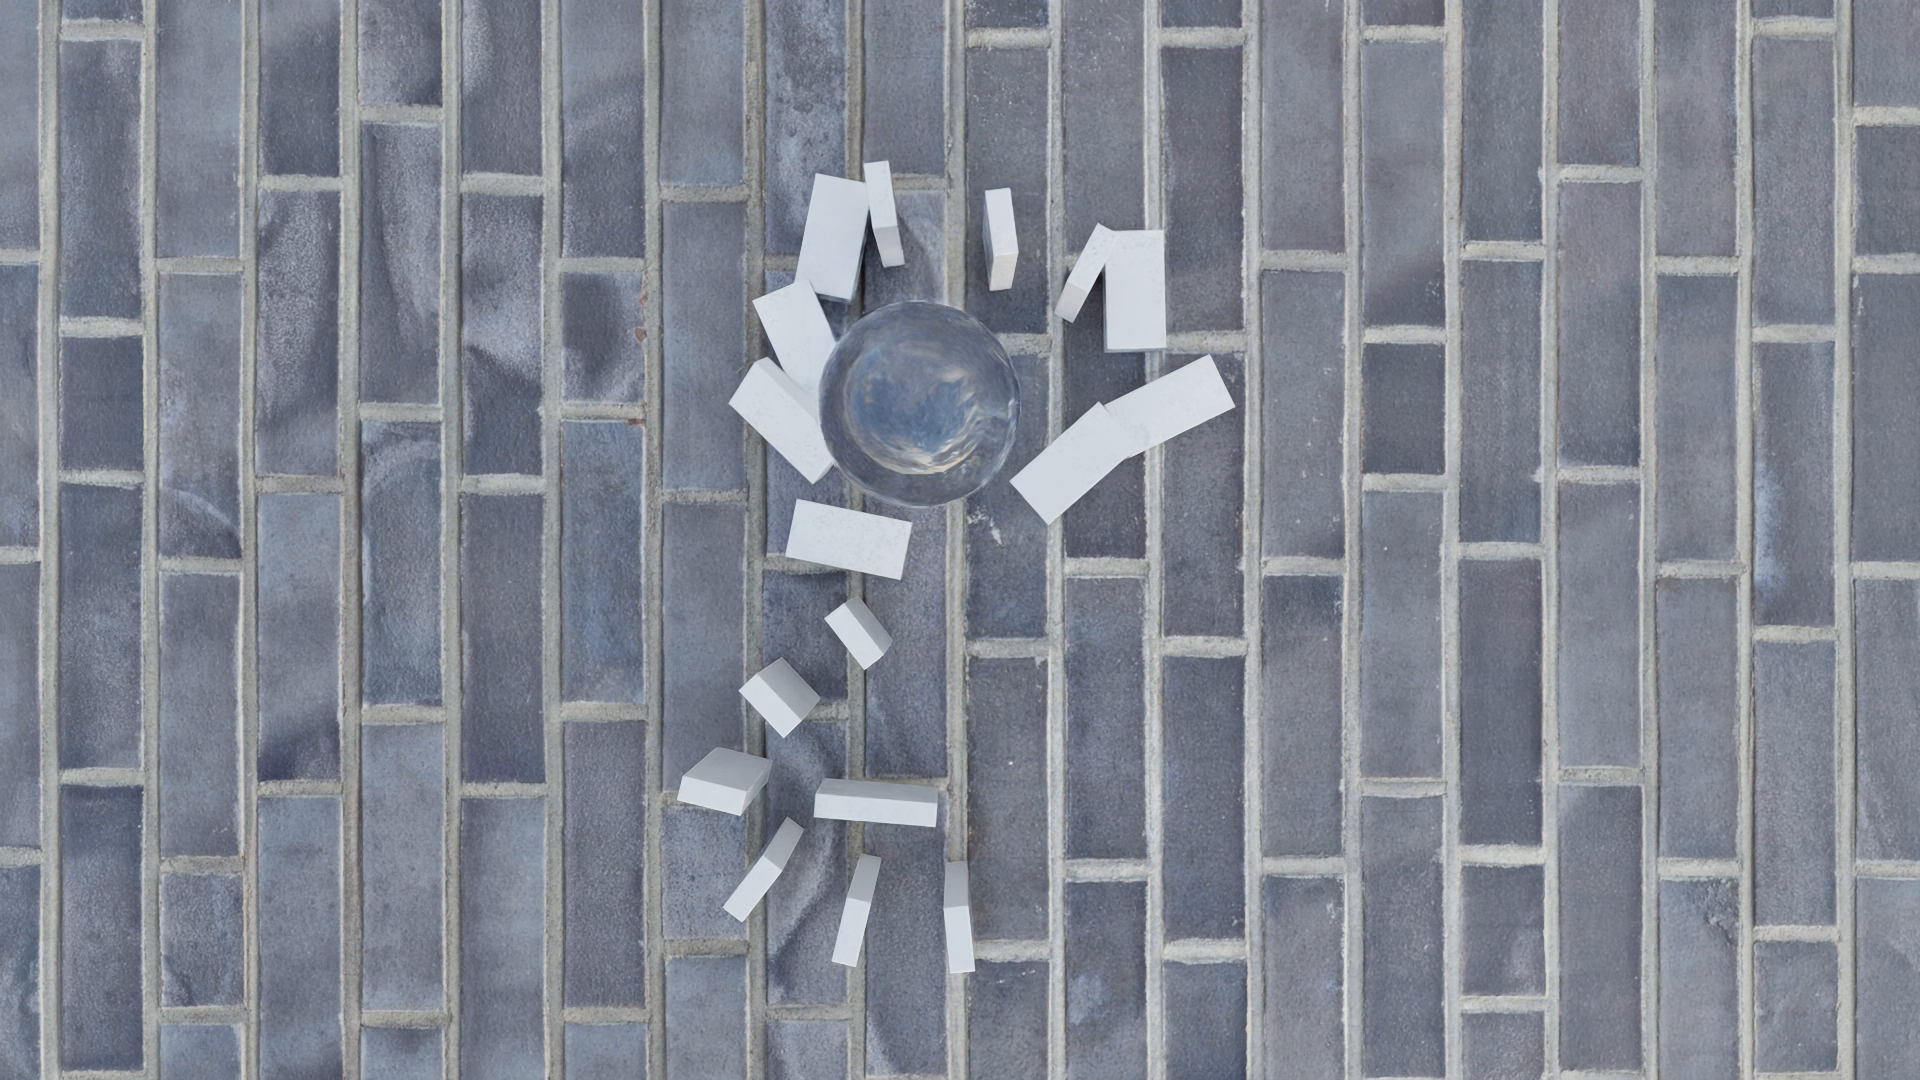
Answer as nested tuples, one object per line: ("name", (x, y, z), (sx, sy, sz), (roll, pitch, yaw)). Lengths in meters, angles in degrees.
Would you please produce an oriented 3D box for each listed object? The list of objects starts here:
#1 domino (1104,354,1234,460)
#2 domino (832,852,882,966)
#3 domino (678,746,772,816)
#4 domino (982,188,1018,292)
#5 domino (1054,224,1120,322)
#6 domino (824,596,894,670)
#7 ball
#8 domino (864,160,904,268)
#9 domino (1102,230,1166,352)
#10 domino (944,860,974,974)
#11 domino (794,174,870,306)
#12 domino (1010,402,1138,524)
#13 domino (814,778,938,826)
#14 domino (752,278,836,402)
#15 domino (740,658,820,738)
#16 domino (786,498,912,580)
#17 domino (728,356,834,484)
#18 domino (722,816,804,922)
("domino", (0.089, -0.057, 0.395), (0.050, 0.010, 0.025), (-26, 90, 0))
("domino", (-0.042, 0.150, 0.375), (0.010, 0.050, 0.025), (13, 90, 0))
("domino", (-0.095, 0.098, 0.375), (0.025, 0.050, 0.010), (14, 90, 0))
("domino", (0.016, -0.122, 0.375), (0.010, 0.050, 0.025), (-8, 90, 0))
("domino", (0.051, -0.108, 0.375), (0.009, 0.050, 0.025), (28, 90, 0))
("domino", (-0.040, 0.037, 0.375), (0.009, 0.050, 0.025), (-38, 90, 0))
("ball", (-0.016, -0.053, 0.360), (0.080, 0.080, 0.080), (0, 90, 0))
("domino", (-0.030, -0.132, 0.375), (0.010, 0.050, 0.025), (-8, 90, 0))
("domino", (0.075, -0.107, 0.395), (0.025, 0.009, 0.050), (-1, 90, 0))
("domino", (0.000, 0.153, 0.375), (0.010, 0.050, 0.025), (-6, 90, 0))
("domino", (-0.054, -0.129, 0.395), (0.025, 0.009, 0.050), (11, 90, 0))
("domino", (0.048, -0.032, 0.390), (0.050, 0.009, 0.025), (-42, 87, 11))
("domino", (-0.035, 0.111, 0.388), (0.050, 0.025, 0.010), (5, 90, 0))
("domino", (-0.066, -0.083, 0.390), (0.025, 0.010, 0.050), (-23, 102, 0))
("domino", (-0.073, 0.063, 0.375), (0.010, 0.050, 0.025), (-43, 90, 0))
("domino", (-0.048, 0.000, 0.395), (0.050, 0.010, 0.025), (12, 90, 0))
("domino", (-0.072, -0.051, 0.389), (0.050, 0.009, 0.025), (44, 124, 0))
("domino", (-0.079, 0.133, 0.375), (0.010, 0.050, 0.025), (38, 90, 0))
